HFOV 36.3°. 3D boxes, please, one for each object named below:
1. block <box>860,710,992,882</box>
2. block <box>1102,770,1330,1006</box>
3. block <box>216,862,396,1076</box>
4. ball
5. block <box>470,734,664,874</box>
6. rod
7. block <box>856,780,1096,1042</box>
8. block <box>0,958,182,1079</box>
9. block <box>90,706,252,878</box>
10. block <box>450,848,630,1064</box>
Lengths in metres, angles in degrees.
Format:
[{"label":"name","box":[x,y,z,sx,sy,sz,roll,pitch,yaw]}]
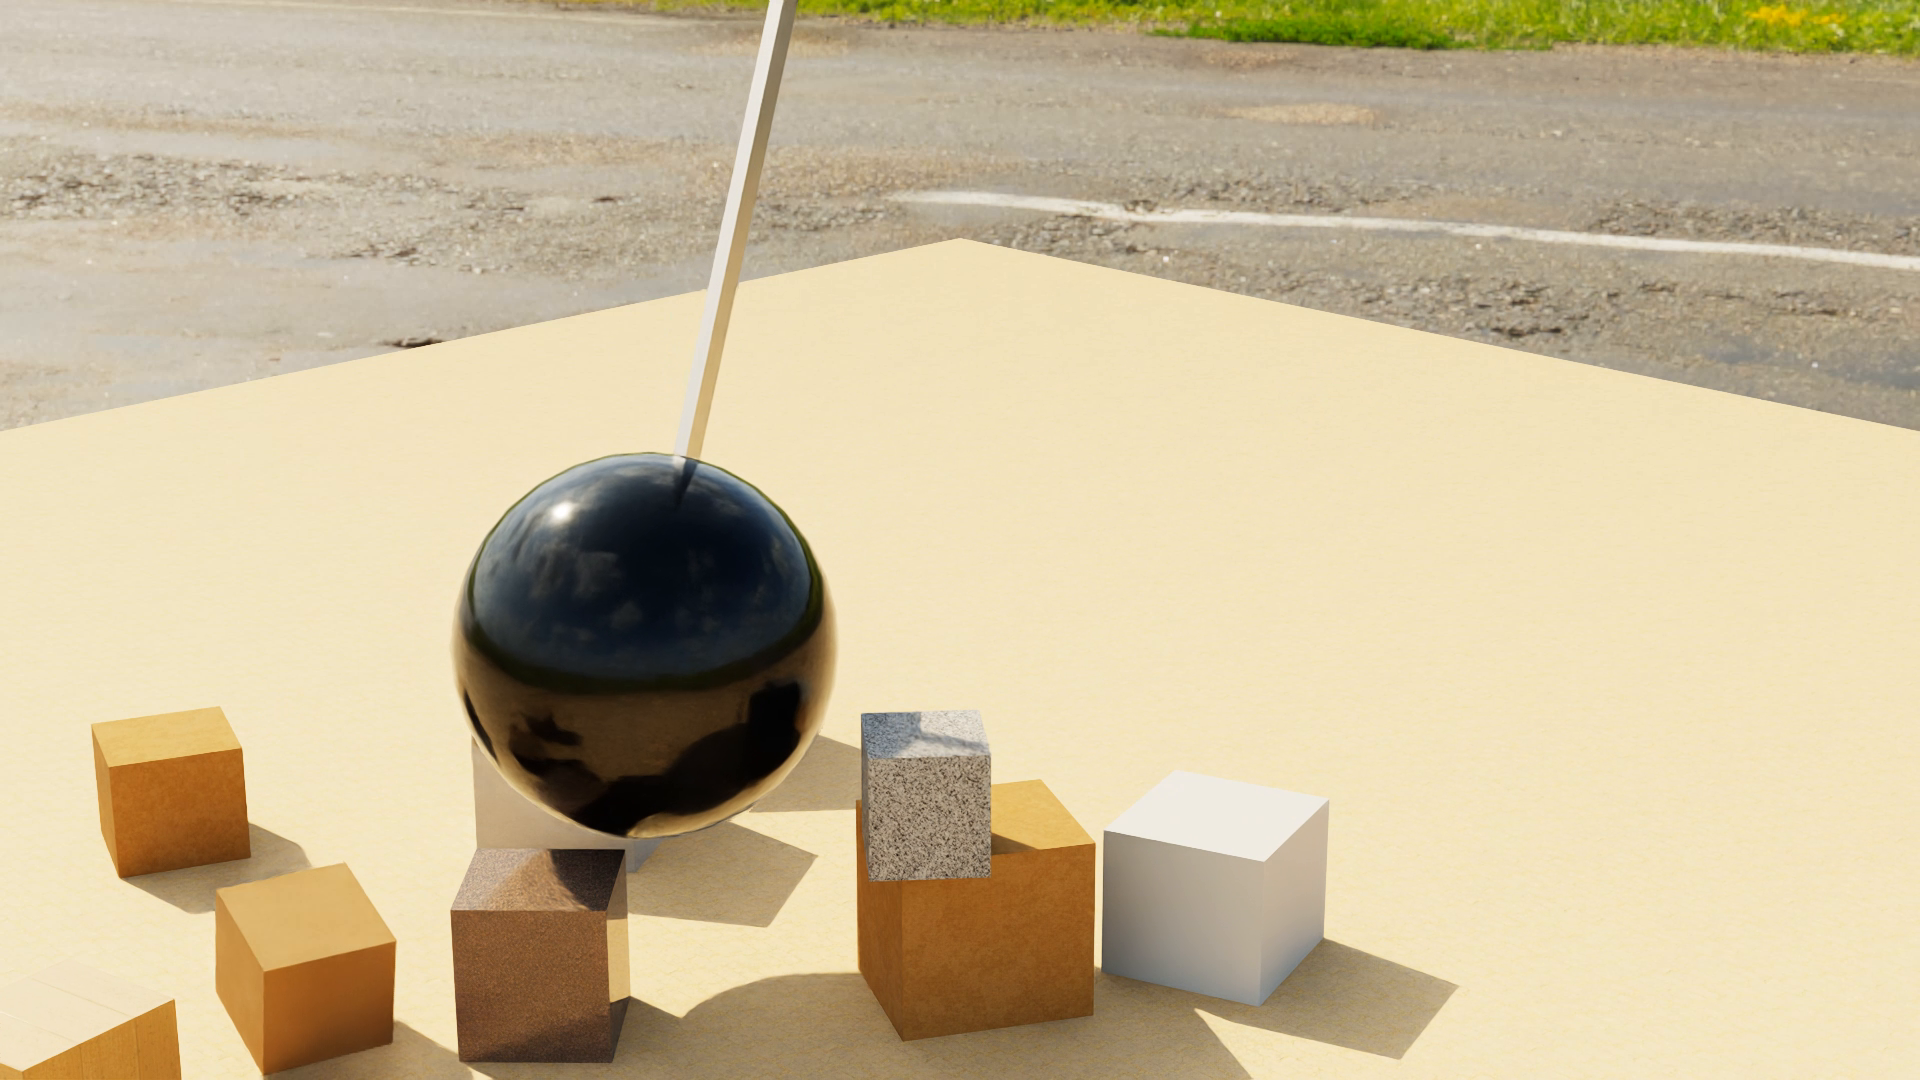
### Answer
[{"label":"block","box":[-0.139,1.013,11.686,0.479,0.517,0.499,-1,18,-5]},{"label":"block","box":[1.096,1.476,12.557,0.722,0.655,0.758,9,19,26]},{"label":"block","box":[-2.639,1.721,11.811,0.540,0.516,0.573,-10,33,-30]},{"label":"ball","box":[-1.297,0.433,12.118,1.600,1.600,1.600,0,17,0]},{"label":"block","box":[-1.775,0.996,13.812,0.773,0.817,0.818,4,18,13]},{"label":"rod","box":[-0.562,-2.875,11.849,0.080,5.200,0.080,17,6,42]},{"label":"block","box":[0.057,1.527,12.201,0.817,0.771,0.716,-5,18,-16]},{"label":"block","box":[-3.369,2.027,10.895,0.603,0.599,0.697,12,21,33]},{"label":"block","box":[-3.690,1.171,13.705,0.598,0.548,0.592,-7,19,-22]},{"label":"block","box":[-1.690,1.680,11.894,0.614,0.663,0.604,0,17,1]}]
